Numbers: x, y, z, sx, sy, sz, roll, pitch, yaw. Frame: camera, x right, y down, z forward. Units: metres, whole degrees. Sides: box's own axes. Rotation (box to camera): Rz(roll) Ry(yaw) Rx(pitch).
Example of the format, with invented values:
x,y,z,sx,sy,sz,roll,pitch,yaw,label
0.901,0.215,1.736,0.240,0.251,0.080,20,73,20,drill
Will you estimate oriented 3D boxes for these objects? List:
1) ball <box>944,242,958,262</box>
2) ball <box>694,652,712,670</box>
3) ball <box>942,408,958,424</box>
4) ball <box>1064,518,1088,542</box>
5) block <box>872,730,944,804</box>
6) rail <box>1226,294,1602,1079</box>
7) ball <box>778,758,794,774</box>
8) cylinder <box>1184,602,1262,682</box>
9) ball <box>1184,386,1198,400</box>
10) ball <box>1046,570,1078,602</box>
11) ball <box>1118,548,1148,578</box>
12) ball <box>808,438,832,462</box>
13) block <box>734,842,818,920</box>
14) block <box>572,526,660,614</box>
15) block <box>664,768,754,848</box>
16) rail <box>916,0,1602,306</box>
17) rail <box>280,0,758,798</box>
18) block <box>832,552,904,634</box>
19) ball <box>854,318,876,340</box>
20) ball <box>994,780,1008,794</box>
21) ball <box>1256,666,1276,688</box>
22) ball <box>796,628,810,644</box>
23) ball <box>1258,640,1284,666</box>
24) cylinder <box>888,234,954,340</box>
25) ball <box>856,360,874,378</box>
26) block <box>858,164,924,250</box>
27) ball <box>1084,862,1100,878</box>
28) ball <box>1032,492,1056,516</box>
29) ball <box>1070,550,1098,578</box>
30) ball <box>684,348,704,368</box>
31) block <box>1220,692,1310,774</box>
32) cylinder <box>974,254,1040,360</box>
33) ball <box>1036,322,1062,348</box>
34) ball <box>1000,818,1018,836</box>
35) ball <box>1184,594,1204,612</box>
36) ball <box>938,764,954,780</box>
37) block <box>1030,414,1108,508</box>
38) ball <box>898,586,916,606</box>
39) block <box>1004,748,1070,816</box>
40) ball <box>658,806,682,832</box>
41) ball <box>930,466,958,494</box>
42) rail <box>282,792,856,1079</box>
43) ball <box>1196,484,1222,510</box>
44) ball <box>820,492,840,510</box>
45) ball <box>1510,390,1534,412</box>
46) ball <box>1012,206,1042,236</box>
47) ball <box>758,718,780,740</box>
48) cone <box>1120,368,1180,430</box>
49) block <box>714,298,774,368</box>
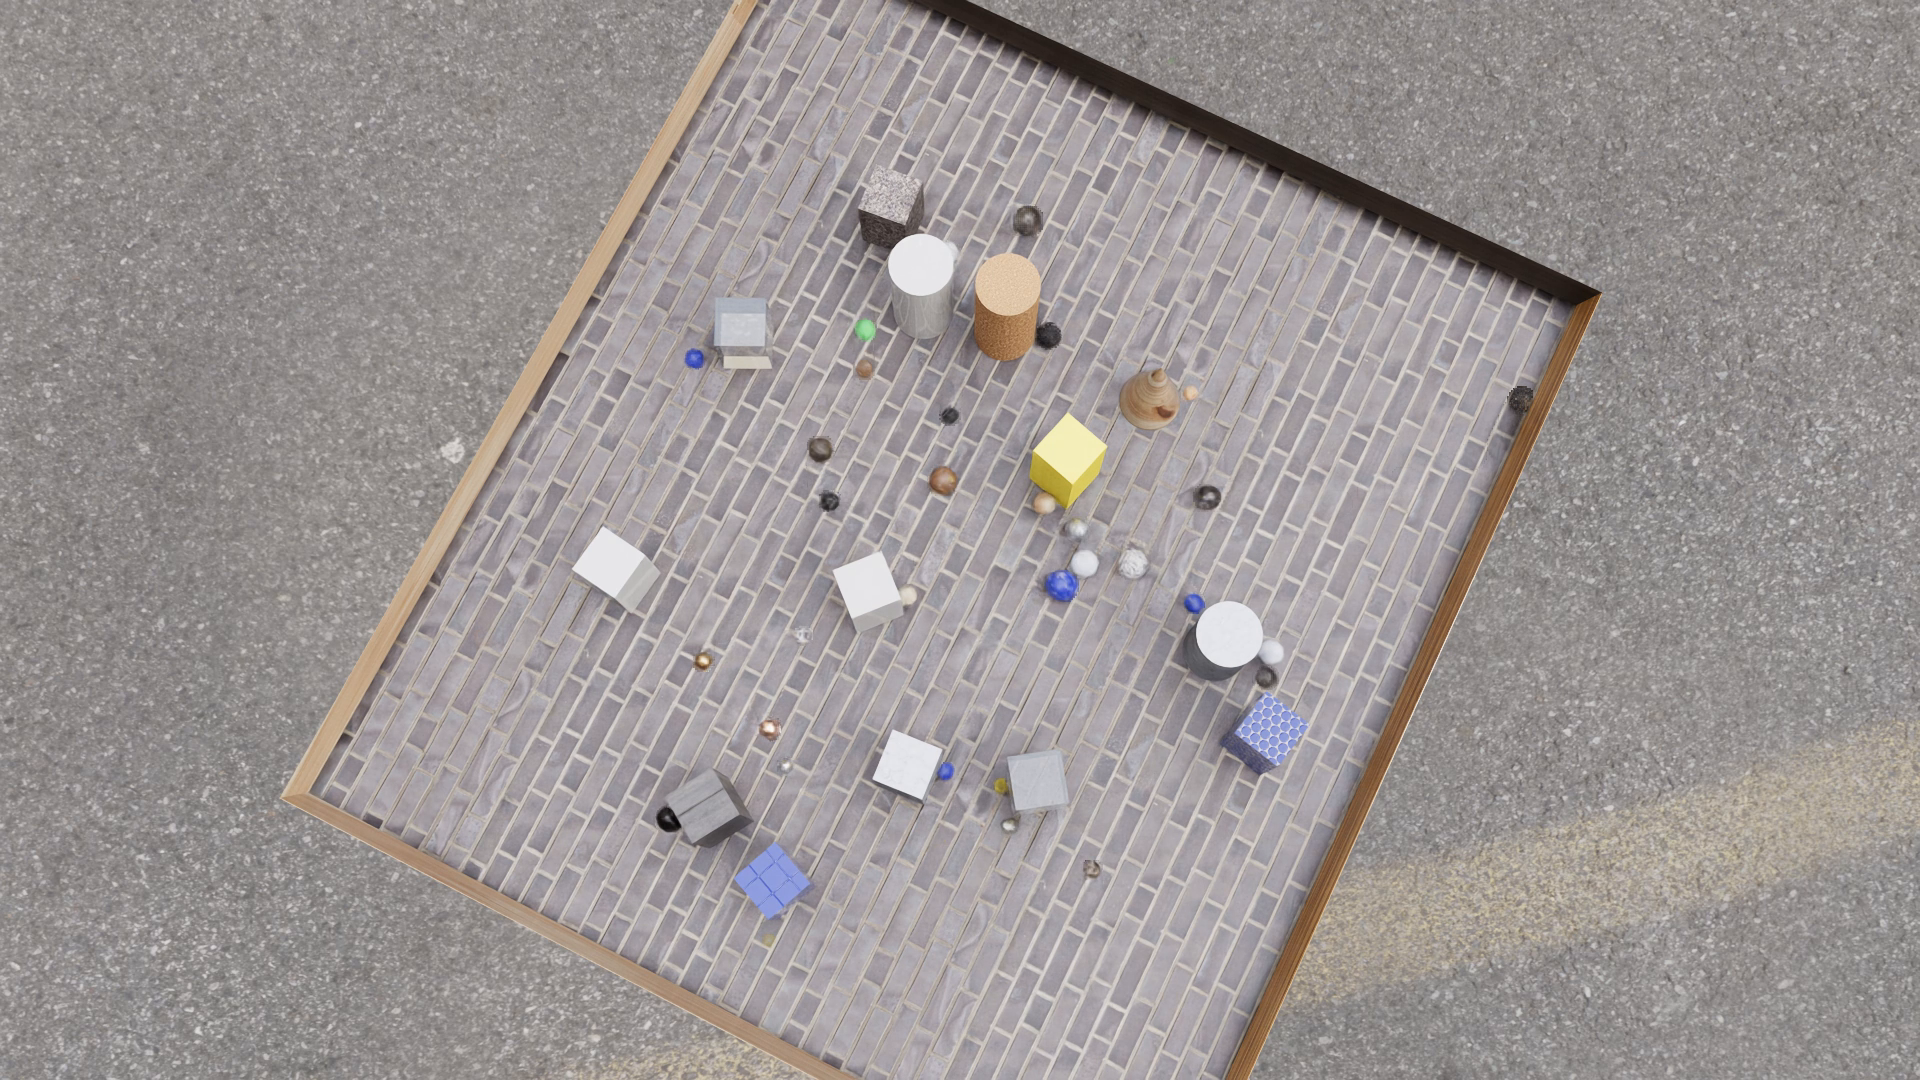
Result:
x,y,z,sx,sy,sz,roll,pitch,yaw,label
-0.041,-0.901,5.765,0.075,0.075,0.075,0,78,0,ball
-0.772,0.364,5.514,0.054,0.054,0.054,0,78,0,ball
-0.031,-0.385,5.670,0.052,0.052,0.052,0,78,0,ball
0.354,-0.032,5.586,0.074,0.074,0.074,0,78,0,ball
-0.150,0.665,5.347,0.153,0.259,0.153,21,79,4,block
1.255,0.621,5.424,0.045,0.124,3.156,26,80,5,rail
-0.518,0.673,5.454,0.045,0.045,0.045,0,78,0,ball
0.771,0.301,5.393,0.191,0.316,0.191,0,78,0,cylinder
0.715,-0.456,5.688,0.045,0.045,0.045,0,78,0,ball
0.307,0.137,5.539,0.095,0.095,0.095,0,78,0,ball
0.525,0.072,5.555,0.091,0.091,0.091,0,78,0,ball
-0.429,-0.277,5.635,0.076,0.076,0.076,0,78,0,ball
-0.528,0.984,5.277,0.153,0.267,0.153,-41,81,-8,block
-1.019,0.093,5.454,0.153,0.280,0.153,33,80,6,block
-0.716,0.774,5.269,0.153,0.367,0.153,-31,80,-6,block
0.695,-1.355,5.832,2.853,0.124,0.045,26,80,5,rail
-1.255,-0.608,5.678,0.045,0.124,3.156,26,80,5,rail
-0.270,0.158,5.439,0.153,0.284,0.153,-22,79,-4,block
-0.295,-0.658,5.720,0.065,0.065,0.065,0,78,0,ball
0.123,0.735,5.443,0.042,0.042,0.042,0,78,0,ball
0.919,0.411,5.499,0.064,0.064,0.064,0,78,0,ball
-0.474,0.290,5.534,0.045,0.045,0.045,0,78,0,ball
0.934,0.338,5.507,0.077,0.077,0.077,0,78,0,ball
-0.114,-0.765,5.566,0.191,0.409,0.191,0,78,0,cylinder
-0.297,-0.532,5.697,0.057,0.057,0.057,0,78,0,ball
-0.211,-1.022,5.693,0.153,0.264,0.153,20,79,4,block
0.389,0.971,5.390,0.051,0.051,0.051,0,78,0,ball
0.258,-0.112,5.603,0.071,0.071,0.071,0,78,0,ball
0.378,0.071,5.559,0.084,0.084,0.084,0,78,0,ball
-0.827,-0.566,5.703,0.059,0.059,0.059,0,78,0,ball
0.884,0.566,5.338,0.153,0.315,0.153,38,81,7,block
0.140,-0.698,5.537,0.191,0.439,0.191,0,78,0,cylinder
0.278,-0.640,5.708,0.079,0.079,0.079,0,78,0,ball
0.147,0.846,5.415,0.052,0.052,0.052,0,78,0,ball
0.708,0.191,5.546,0.060,0.060,0.060,0,78,0,ball
-0.042,0.690,5.449,0.049,0.049,0.049,0,78,0,ball
0.321,-0.232,5.493,0.153,0.337,0.153,41,81,8,block
-0.160,0.169,5.551,0.059,0.059,0.059,0,78,0,ball
0.221,0.706,5.318,0.153,0.299,0.153,-9,78,-2,block
-0.854,0.824,5.406,0.078,0.078,0.078,0,78,0,ball
-0.051,-0.182,5.610,0.087,0.087,0.087,0,78,0,ball
-0.695,1.368,5.269,2.853,0.124,0.045,26,80,5,rail
0.760,-0.130,5.604,0.078,0.078,0.078,0,78,0,ball
-0.398,-0.119,5.612,0.057,0.057,0.057,0,78,0,ball
1.738,-0.431,5.668,0.073,0.073,0.073,0,78,0,ball
0.212,-1.006,5.777,0.093,0.093,0.093,0,78,0,ball
-0.569,0.564,5.468,0.063,0.063,0.063,0,78,0,ball
0.591,-0.469,5.535,0.191,0.349,0.191,0,78,0,cone
-0.662,-0.634,5.630,0.153,0.231,0.153,0,78,0,block
